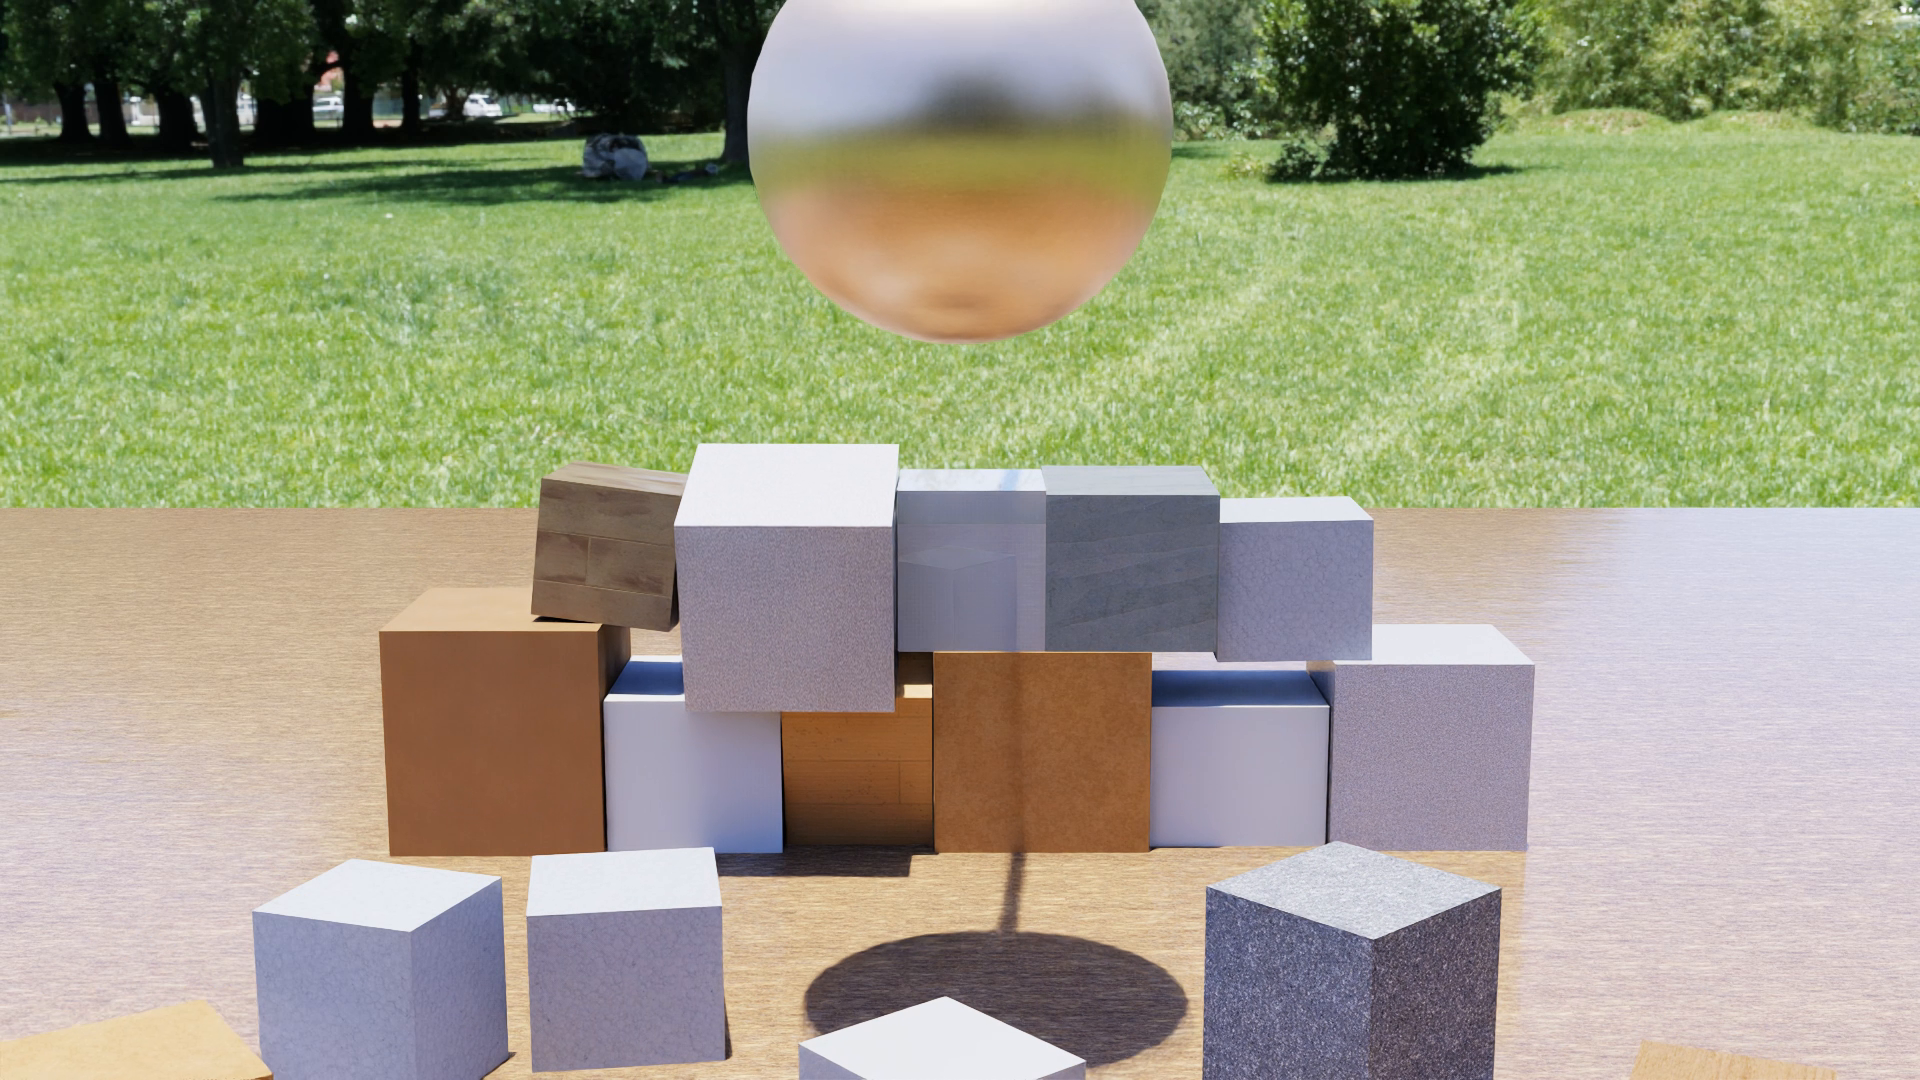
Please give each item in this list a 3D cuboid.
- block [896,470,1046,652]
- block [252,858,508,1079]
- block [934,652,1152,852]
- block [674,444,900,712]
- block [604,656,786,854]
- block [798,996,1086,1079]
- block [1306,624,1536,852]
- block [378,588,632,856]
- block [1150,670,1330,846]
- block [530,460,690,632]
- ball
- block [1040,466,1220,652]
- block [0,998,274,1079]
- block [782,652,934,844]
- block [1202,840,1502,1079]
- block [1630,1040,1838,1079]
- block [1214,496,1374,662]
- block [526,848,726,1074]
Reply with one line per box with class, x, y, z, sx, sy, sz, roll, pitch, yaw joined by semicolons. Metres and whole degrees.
block;0.056;0.092;11.082;0.724;0.801;0.703;0;10;0
block;-2.168;1.680;8.279;0.668;0.732;0.625;4;11;19
block;0.408;0.971;11.355;1.071;1.027;0.954;0;10;0
block;-0.817;0.172;10.852;1.011;0.988;0.980;0;25;0
block;-1.322;1.091;11.383;0.873;0.781;0.973;0;10;0
block;-0.059;1.941;6.881;0.599;0.719;0.677;-9;13;-39
block;2.341;1.004;11.361;0.983;0.961;0.907;0;10;0
block;-2.300;0.913;11.339;1.064;1.147;1.054;0;10;0
block;1.397;1.118;11.392;0.887;0.725;0.771;0;10;0
block;-1.715;0.021;11.141;0.701;0.687;0.659;7;10;4
ball;0.000;-1.538;8.259;1.600;1.600;1.600;0;10;0
block;0.845;0.079;11.206;0.844;0.782;0.971;0;10;1
block;-2.624;1.959;6.770;0.834;0.722;0.721;-7;12;-34
block;-0.506;0.999;11.253;0.738;0.850;0.723;0;25;0
block;1.452;1.668;8.171;0.785;0.794;0.754;-10;14;-42
block;2.345;1.996;6.754;0.583;0.657;0.560;5;11;23
block;1.656;0.190;11.197;0.765;0.706;0.715;-1;10;1
block;-1.325;1.650;8.731;0.734;0.629;0.715;-2;10;-9
